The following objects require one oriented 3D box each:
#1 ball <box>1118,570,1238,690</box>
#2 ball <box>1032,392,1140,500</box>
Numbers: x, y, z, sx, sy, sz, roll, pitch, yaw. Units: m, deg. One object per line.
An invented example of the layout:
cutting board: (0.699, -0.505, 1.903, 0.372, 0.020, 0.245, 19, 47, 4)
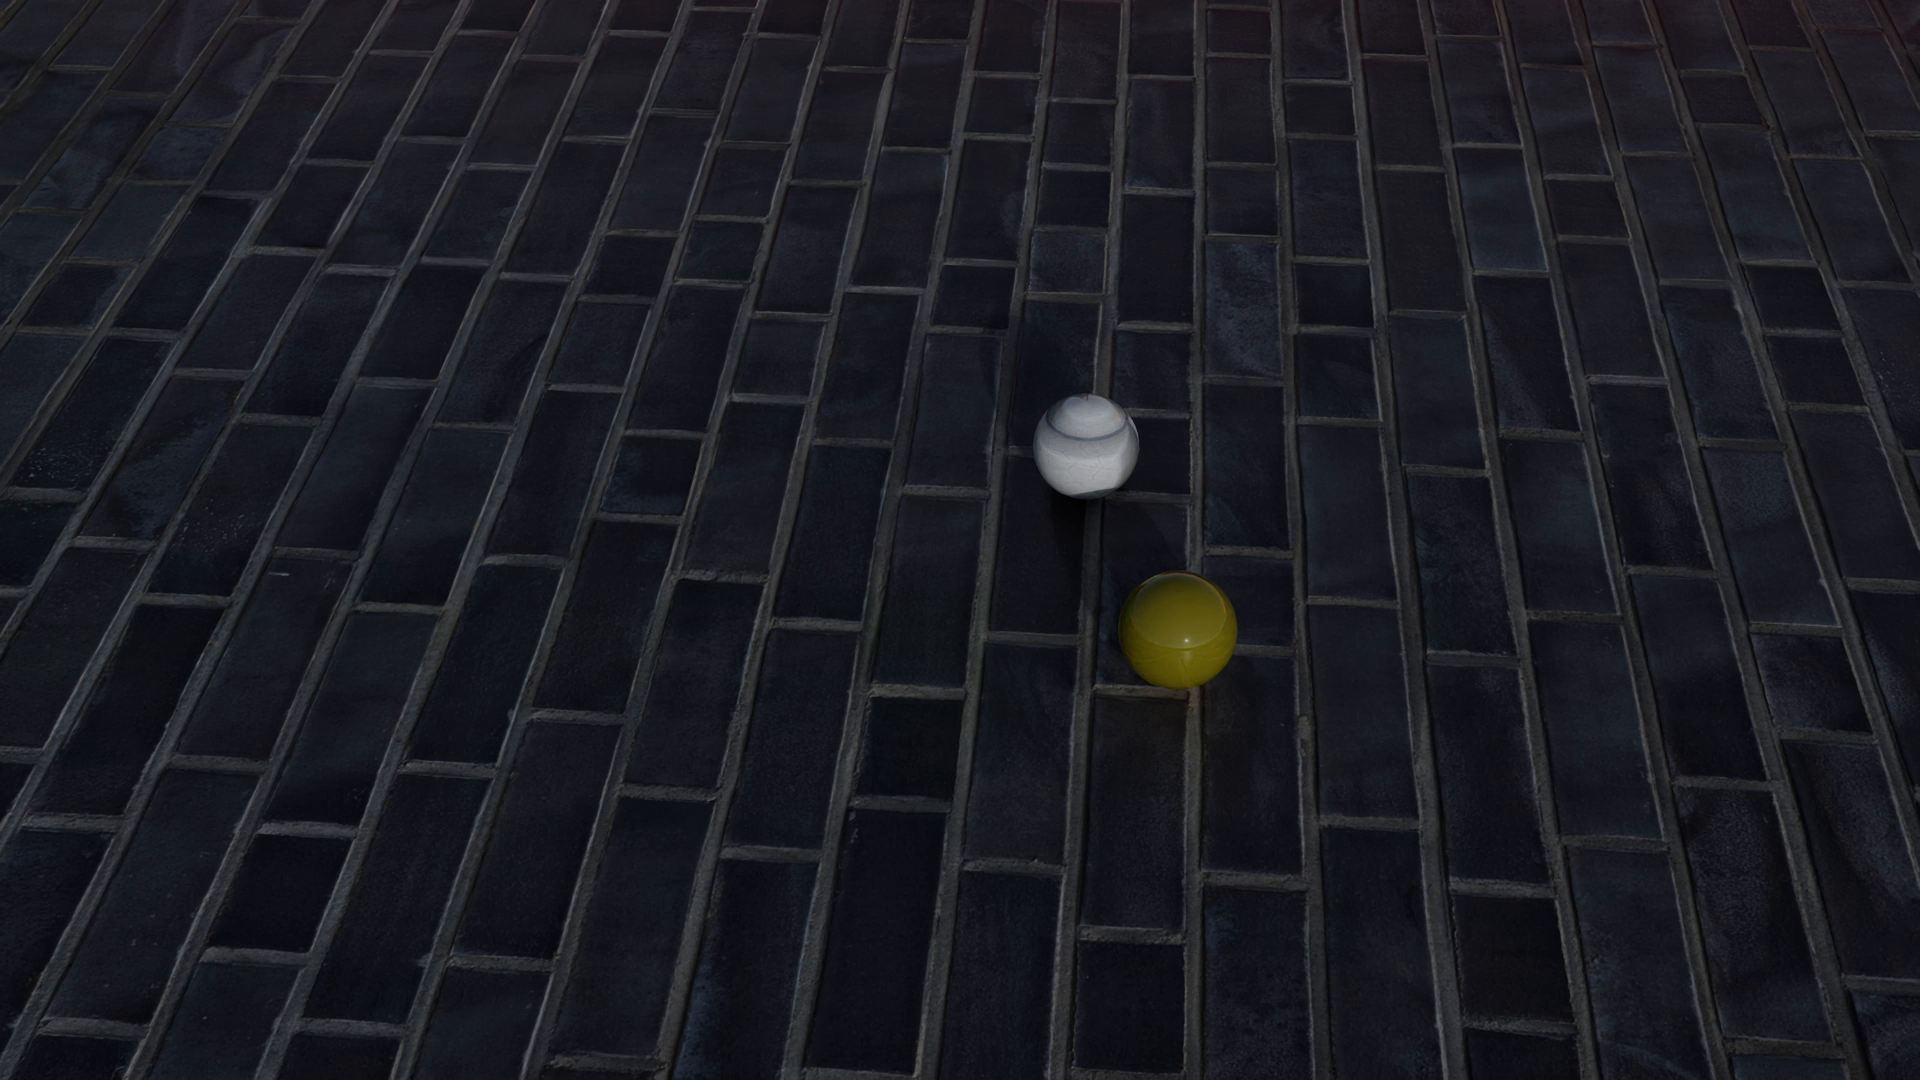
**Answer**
ball: (0.130, 0.053, 1.527, 0.071, 0.071, 0.071, 0, 36, 0)
ball: (0.083, -0.061, 1.684, 0.070, 0.070, 0.070, 0, 36, 0)
